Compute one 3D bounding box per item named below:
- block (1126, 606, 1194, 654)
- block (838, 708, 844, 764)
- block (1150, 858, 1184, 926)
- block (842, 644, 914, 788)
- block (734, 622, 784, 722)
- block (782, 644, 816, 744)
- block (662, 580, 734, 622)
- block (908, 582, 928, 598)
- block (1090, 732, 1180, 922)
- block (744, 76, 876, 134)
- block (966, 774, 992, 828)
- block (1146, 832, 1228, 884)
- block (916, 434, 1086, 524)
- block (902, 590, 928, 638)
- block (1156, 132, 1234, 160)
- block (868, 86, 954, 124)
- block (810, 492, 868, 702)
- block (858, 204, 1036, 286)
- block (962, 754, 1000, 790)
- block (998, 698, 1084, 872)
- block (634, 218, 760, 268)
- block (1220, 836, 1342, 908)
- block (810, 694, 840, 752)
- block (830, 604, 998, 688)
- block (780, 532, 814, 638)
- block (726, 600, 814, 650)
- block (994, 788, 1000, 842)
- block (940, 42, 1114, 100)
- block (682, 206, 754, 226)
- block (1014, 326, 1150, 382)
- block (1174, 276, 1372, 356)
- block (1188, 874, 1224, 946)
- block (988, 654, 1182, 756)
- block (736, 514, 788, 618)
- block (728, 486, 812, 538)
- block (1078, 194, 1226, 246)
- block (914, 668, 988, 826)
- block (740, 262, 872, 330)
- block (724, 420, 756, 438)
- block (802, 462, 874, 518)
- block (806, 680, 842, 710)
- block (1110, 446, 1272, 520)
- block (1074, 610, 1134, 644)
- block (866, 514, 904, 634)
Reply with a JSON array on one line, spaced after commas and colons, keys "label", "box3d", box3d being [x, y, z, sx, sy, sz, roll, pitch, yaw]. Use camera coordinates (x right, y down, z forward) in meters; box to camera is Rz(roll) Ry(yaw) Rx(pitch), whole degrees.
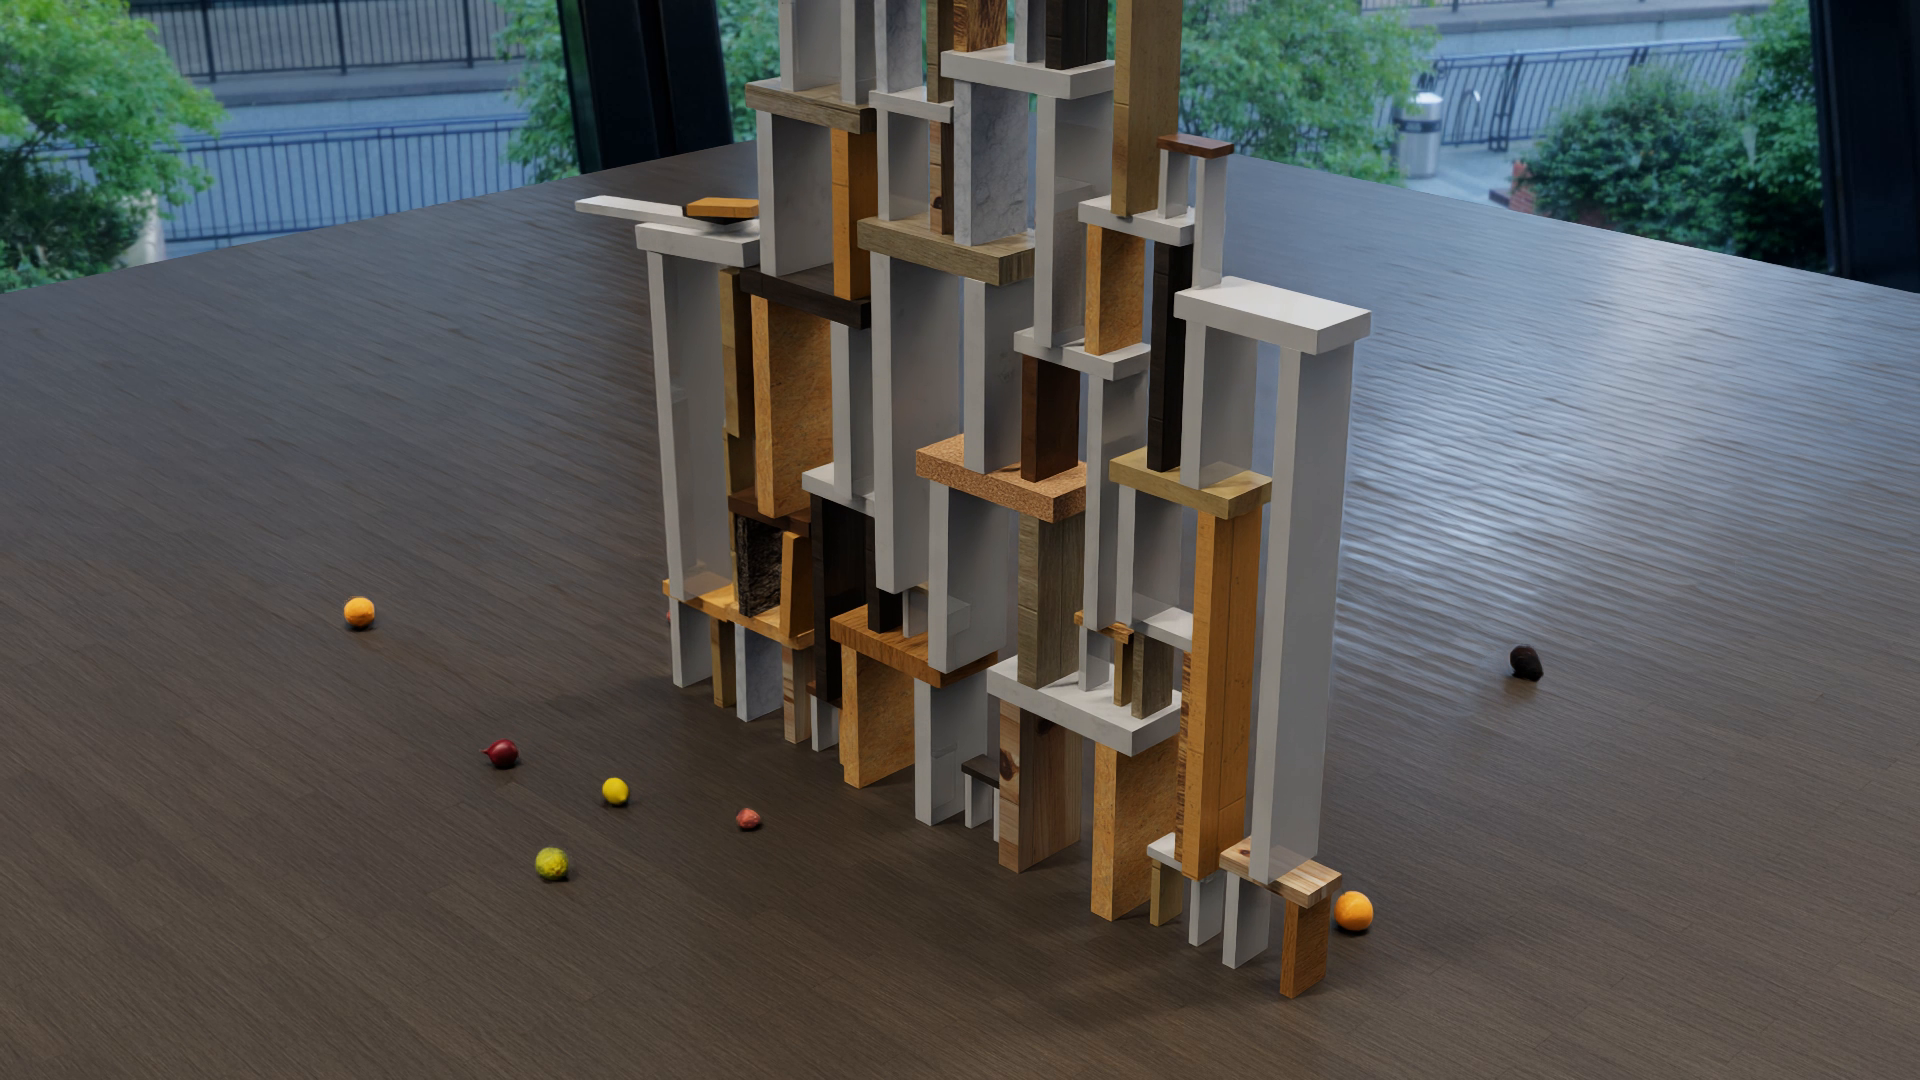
[{"label": "block", "box3d": [0.387, 0.156, 3.874, 0.085, 0.024, 0.170, -21, 31, -40]}, {"label": "block", "box3d": [-0.224, 0.405, 4.639, 0.019, 0.131, 0.066, 21, 31, 40]}, {"label": "block", "box3d": [0.385, 0.640, 4.074, 0.020, 0.139, 0.070, 21, 31, 41]}, {"label": "block", "box3d": [-0.168, 0.340, 4.552, 0.159, 0.319, 0.045, -21, 31, -40]}, {"label": "block", "box3d": [-0.436, 0.273, 4.821, 0.033, 0.231, 0.116, 23, 32, 40]}, {"label": "block", "box3d": [-0.326, 0.311, 4.731, 0.033, 0.231, 0.116, 20, 30, 39]}, {"label": "block", "box3d": [-0.547, 0.120, 4.877, 0.219, 0.031, 0.109, 21, 31, 40]}, {"label": "block", "box3d": [-0.064, 0.090, 4.321, 0.108, 0.015, 0.054, 21, 31, 40]}, {"label": "block", "box3d": [0.327, 0.512, 4.093, 0.051, 0.360, 0.180, 21, 31, 41]}, {"label": "block", "box3d": [-0.239, -0.824, 4.135, 0.320, 0.045, 0.160, 22, 31, 40]}, {"label": "block", "box3d": [0.038, 0.512, 4.401, 0.017, 0.120, 0.060, 21, 31, 41]}, {"label": "block", "box3d": [0.417, 0.579, 4.013, 0.140, 0.020, 0.070, 21, 31, 41]}, {"label": "block", "box3d": [0.101, -0.122, 4.056, 0.343, 0.049, 0.171, 21, 31, 40]}, {"label": "block", "box3d": [-0.089, 0.136, 4.370, 0.015, 0.108, 0.054, 21, 31, 40]}, {"label": "block", "box3d": [0.378, -0.635, 3.539, 0.114, 0.016, 0.057, 21, 31, 40]}, {"label": "block", "box3d": [-0.056, -0.784, 3.944, 0.203, 0.029, 0.102, 20, 30, 39]}, {"label": "block", "box3d": [-0.245, 0.105, 4.540, 0.124, 0.461, 0.035, -21, 30, -40]}, {"label": "block", "box3d": [0.003, -0.539, 3.989, 0.360, 0.051, 0.180, 21, 31, 40]}, {"label": "block", "box3d": [0.066, 0.460, 4.348, 0.120, 0.017, 0.060, 21, 31, 41]}, {"label": "block", "box3d": [0.157, 0.446, 4.249, 0.051, 0.360, 0.180, 21, 31, 41]}, {"label": "block", "box3d": [-0.488, -0.616, 4.490, 0.345, 0.049, 0.172, 16, 27, 43]}, {"label": "block", "box3d": [0.562, 0.580, 3.863, 0.097, 0.027, 0.193, -21, 31, -41]}, {"label": "block", "box3d": [-0.286, 0.380, 4.696, 0.066, 0.131, 0.019, -21, 31, -41]}, {"label": "block", "box3d": [-0.094, 0.202, 4.410, 0.159, 0.045, 0.319, -21, 31, -41]}, {"label": "block", "box3d": [-0.317, 0.080, 4.592, 0.118, 0.236, 0.033, -20, 36, -39]}, {"label": "block", "box3d": [-0.384, 0.170, 4.725, 0.231, 0.033, 0.116, 20, 30, 39]}, {"label": "block", "box3d": [0.094, 0.534, 4.349, 0.017, 0.120, 0.060, 21, 31, 41]}, {"label": "block", "box3d": [0.124, -0.801, 3.741, 0.292, 0.041, 0.146, 20, 30, 39]}, {"label": "block", "box3d": [-0.490, -0.663, 4.454, 0.075, 0.021, 0.149, -19, 25, -36]}, {"label": "block", "box3d": [0.220, -0.334, 3.847, 0.118, 0.033, 0.236, -21, 31, -40]}, {"label": "block", "box3d": [0.499, -0.363, 3.529, 0.285, 0.040, 0.143, 21, 31, 40]}, {"label": "block", "box3d": [0.450, 0.666, 4.014, 0.020, 0.140, 0.070, 21, 31, 41]}, {"label": "block", "box3d": [0.242, 0.290, 4.091, 0.360, 0.051, 0.180, 21, 31, 41]}, {"label": "block", "box3d": [-0.421, 0.036, 4.696, 0.033, 0.236, 0.118, 20, 30, 38]}, {"label": "block", "box3d": [-0.359, -0.065, 4.588, 0.236, 0.033, 0.118, 18, 29, 37]}, {"label": "block", "box3d": [0.318, -0.535, 3.660, 0.113, 0.032, 0.226, -20, 30, -39]}, {"label": "block", "box3d": [-0.017, 0.399, 4.412, 0.159, 0.319, 0.045, -21, 31, -40]}, {"label": "block", "box3d": [-0.249, -0.492, 4.295, 0.176, 0.050, 0.353, -21, 31, -41]}, {"label": "block", "box3d": [-0.422, -0.237, 4.589, 0.131, 0.019, 0.066, 18, 29, 36]}, {"label": "block", "box3d": [-0.187, -0.102, 4.391, 0.248, 0.035, 0.124, 21, 31, 41]}, {"label": "block", "box3d": [-0.257, 0.324, 4.638, 0.066, 0.019, 0.131, -21, 31, -40]}, {"label": "block", "box3d": [0.395, -0.103, 3.746, 0.258, 0.037, 0.129, 21, 31, 40]}, {"label": "block", "box3d": [0.277, 0.152, 3.993, 0.131, 0.018, 0.065, 21, 31, 41]}, {"label": "block", "box3d": [-0.129, 0.052, 4.391, 0.035, 0.247, 0.124, 21, 31, 41]}]
